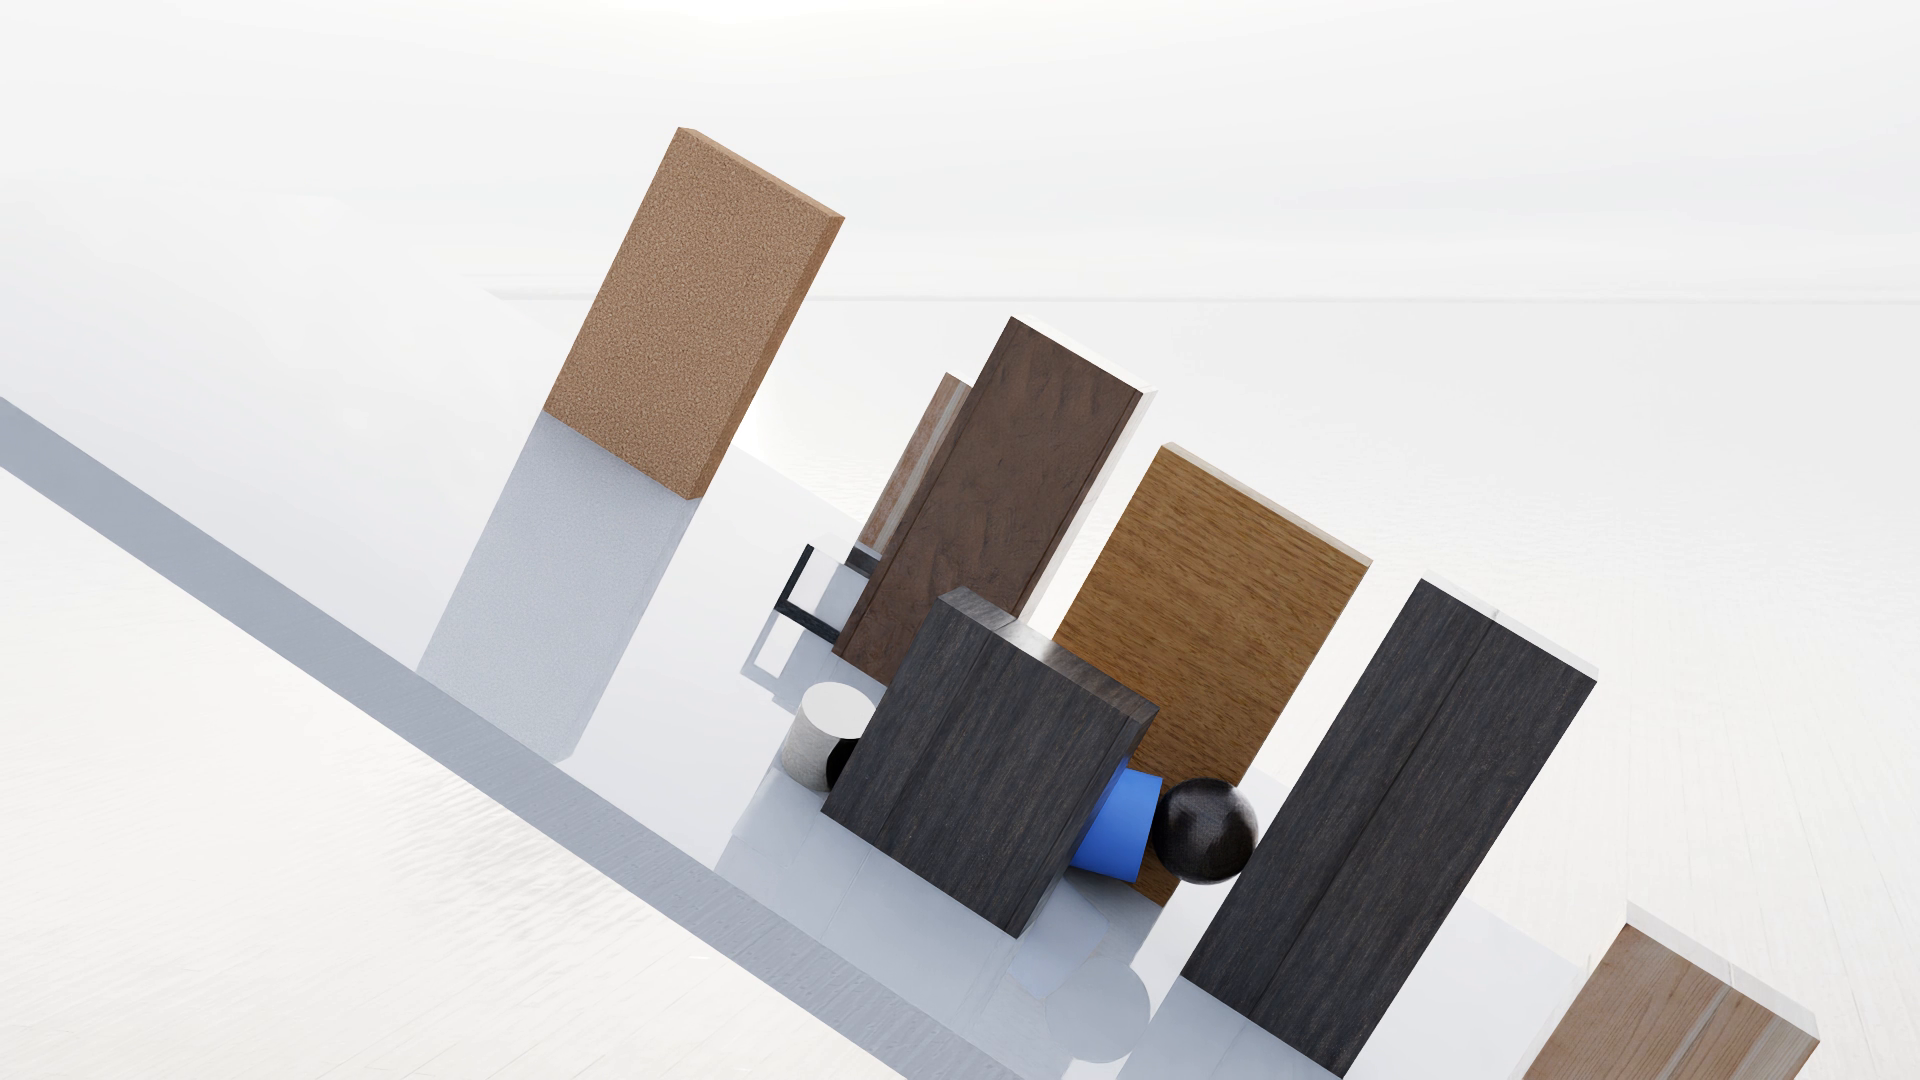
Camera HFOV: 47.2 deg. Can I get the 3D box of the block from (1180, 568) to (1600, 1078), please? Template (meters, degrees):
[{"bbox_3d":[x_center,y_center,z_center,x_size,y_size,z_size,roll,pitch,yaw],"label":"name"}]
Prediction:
[{"bbox_3d":[0.691,0.463,3.578,0.312,0.778,0.118,32,15,11],"label":"block"}]

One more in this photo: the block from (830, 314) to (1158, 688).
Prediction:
[{"bbox_3d":[0.062,-0.034,4.184,0.288,0.740,0.133,32,15,11],"label":"block"}]

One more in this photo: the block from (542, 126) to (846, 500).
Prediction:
[{"bbox_3d":[-0.568,-0.476,4.650,0.385,0.678,0.089,32,15,11],"label":"block"}]

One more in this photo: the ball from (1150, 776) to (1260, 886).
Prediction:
[{"bbox_3d":[0.418,0.497,3.751,0.185,0.185,0.185,0,7,0],"label":"ball"}]

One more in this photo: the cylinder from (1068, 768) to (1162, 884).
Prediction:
[{"bbox_3d":[0.235,0.476,3.790,0.187,0.187,0.187,15,9,6],"label":"cylinder"}]

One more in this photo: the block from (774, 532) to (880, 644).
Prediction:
[{"bbox_3d":[-0.249,0.096,4.344,0.151,0.151,0.151,30,14,7],"label":"block"}]

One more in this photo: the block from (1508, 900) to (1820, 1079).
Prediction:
[{"bbox_3d":[0.858,0.825,2.968,0.278,0.616,0.113,32,15,11],"label":"block"}]

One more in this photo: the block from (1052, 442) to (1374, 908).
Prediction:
[{"bbox_3d":[0.366,0.238,3.882,0.408,0.710,0.092,32,15,11],"label":"block"}]

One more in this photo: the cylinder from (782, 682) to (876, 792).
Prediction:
[{"bbox_3d":[-0.214,0.322,3.597,0.127,0.127,0.127,15,37,-11],"label":"cylinder"}]

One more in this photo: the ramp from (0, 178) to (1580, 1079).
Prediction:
[{"bbox_3d":[-0.200,0.331,4.136,4.000,0.100,2.000,32,15,11],"label":"ramp"}]

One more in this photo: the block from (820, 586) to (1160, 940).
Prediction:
[{"bbox_3d":[0.047,0.350,3.504,0.375,0.407,0.137,32,15,11],"label":"block"}]

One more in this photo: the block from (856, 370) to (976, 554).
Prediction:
[{"bbox_3d":[-0.010,-0.126,4.974,0.264,0.441,0.086,32,15,11],"label":"block"}]
